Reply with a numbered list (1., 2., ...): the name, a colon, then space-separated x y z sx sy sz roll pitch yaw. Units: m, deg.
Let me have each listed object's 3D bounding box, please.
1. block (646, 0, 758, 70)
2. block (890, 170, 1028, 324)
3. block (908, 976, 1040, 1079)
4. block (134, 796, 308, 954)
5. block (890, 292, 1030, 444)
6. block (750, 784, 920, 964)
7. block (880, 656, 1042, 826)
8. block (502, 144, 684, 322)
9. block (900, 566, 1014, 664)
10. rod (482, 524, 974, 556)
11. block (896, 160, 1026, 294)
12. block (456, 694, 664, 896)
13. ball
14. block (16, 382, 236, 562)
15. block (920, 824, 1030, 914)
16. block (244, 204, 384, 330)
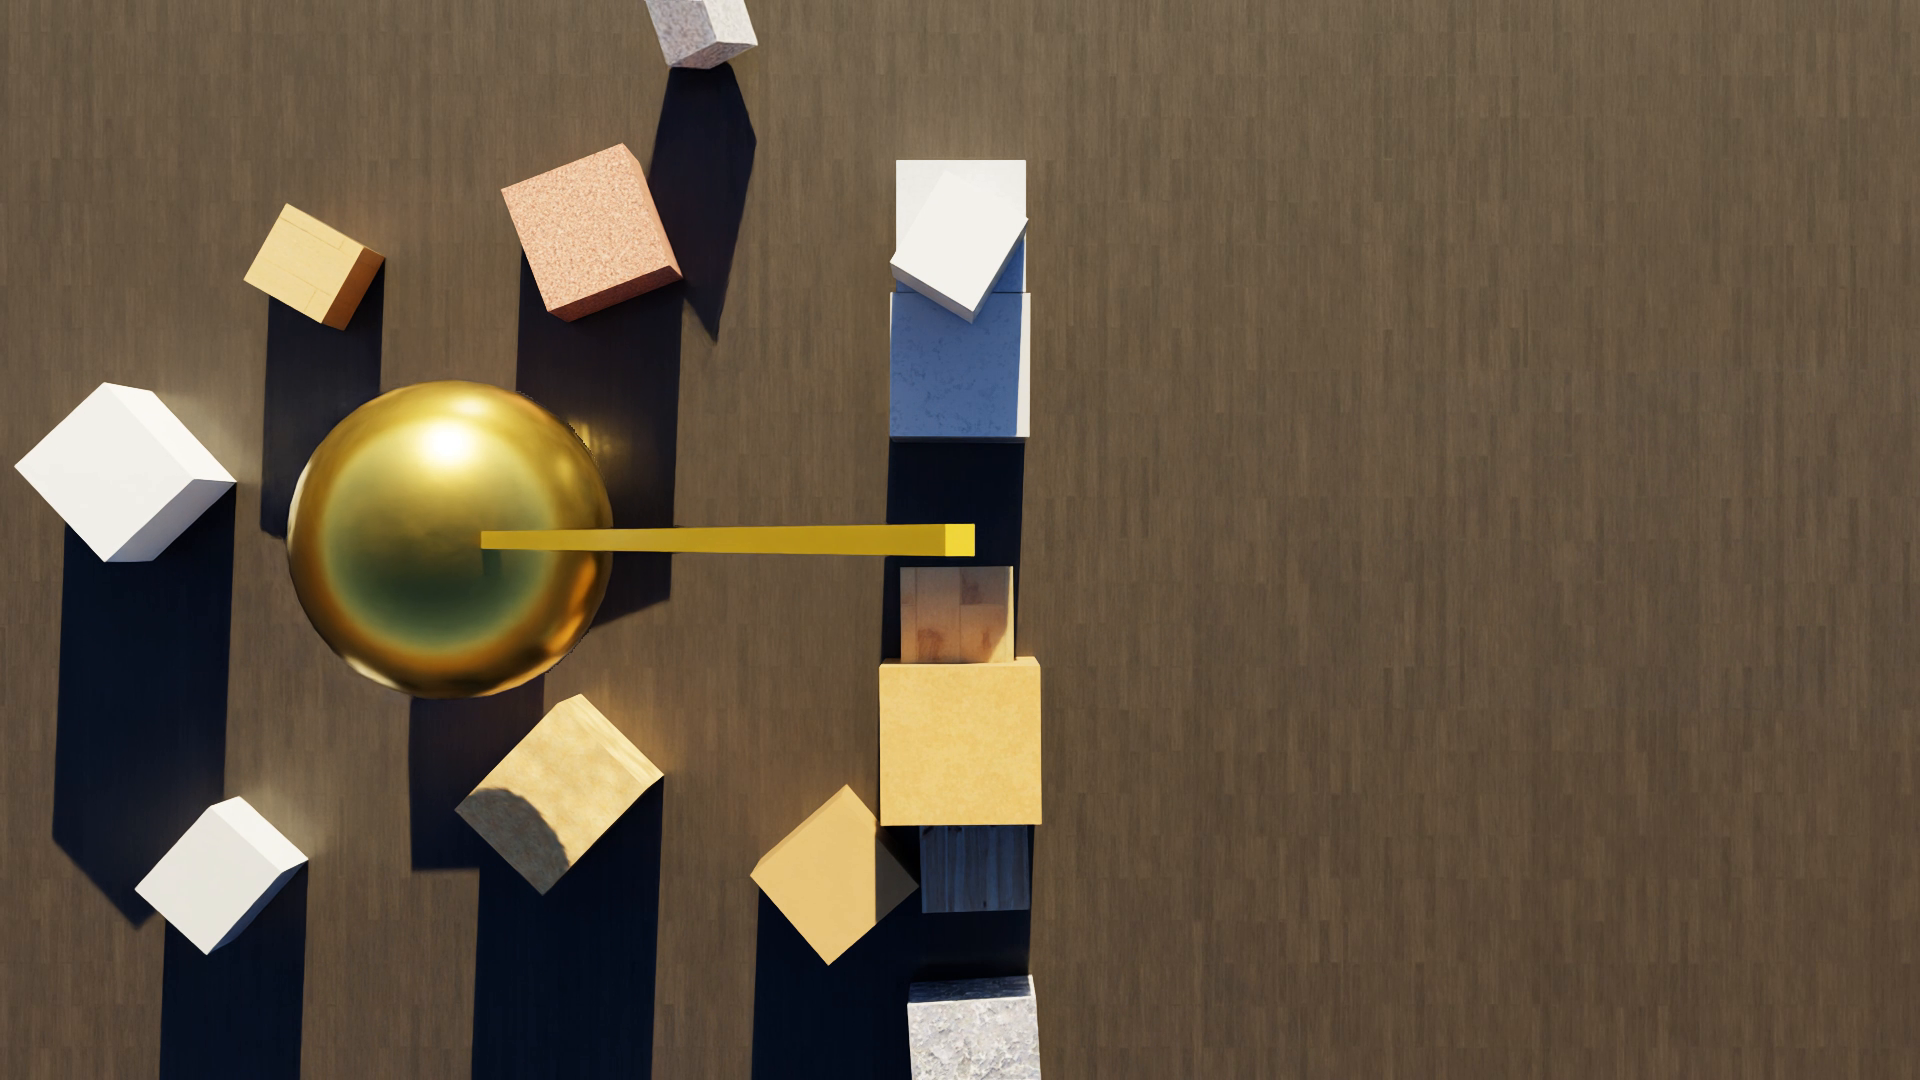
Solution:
1. block: -1.500 -3.014 12.723 0.369 0.431 0.446 -19 90 28
2. block: -0.005 -1.579 11.915 0.512 0.535 0.572 31 89 1
3. block: 0.086 2.921 12.671 0.721 0.658 0.656 -4 90 0
4. block: -4.268 1.934 12.741 0.554 0.518 0.634 42 90 0
5. block: -0.001 -0.971 12.589 0.773 0.823 0.794 0 90 0
6. block: -0.705 1.919 12.690 0.677 0.620 0.672 -41 90 0
7. block: 0.003 1.128 12.530 0.881 0.940 0.867 0 90 0
8. block: -2.108 -1.759 12.684 0.733 0.632 0.734 -21 90 0
9. block: -0.017 0.423 12.691 0.634 0.618 0.543 0 90 0
10. rod: -1.095 0.000 7.889 0.080 5.200 0.080 0 90 -25
11. block: 0.006 -1.740 12.597 0.716 0.807 0.729 0 90 0
12. block: -2.286 1.447 12.635 0.687 0.730 0.831 44 90 0
13. ball: -2.528 0.000 10.972 1.600 1.600 1.600 0 90 0
14. block: -4.777 -0.377 12.637 0.684 0.727 0.735 -43 90 0
15. block: 0.082 1.838 12.740 0.612 0.520 0.538 -2 90 0
16. block: -3.740 -1.577 12.765 0.505 0.471 0.500 29 90 0
